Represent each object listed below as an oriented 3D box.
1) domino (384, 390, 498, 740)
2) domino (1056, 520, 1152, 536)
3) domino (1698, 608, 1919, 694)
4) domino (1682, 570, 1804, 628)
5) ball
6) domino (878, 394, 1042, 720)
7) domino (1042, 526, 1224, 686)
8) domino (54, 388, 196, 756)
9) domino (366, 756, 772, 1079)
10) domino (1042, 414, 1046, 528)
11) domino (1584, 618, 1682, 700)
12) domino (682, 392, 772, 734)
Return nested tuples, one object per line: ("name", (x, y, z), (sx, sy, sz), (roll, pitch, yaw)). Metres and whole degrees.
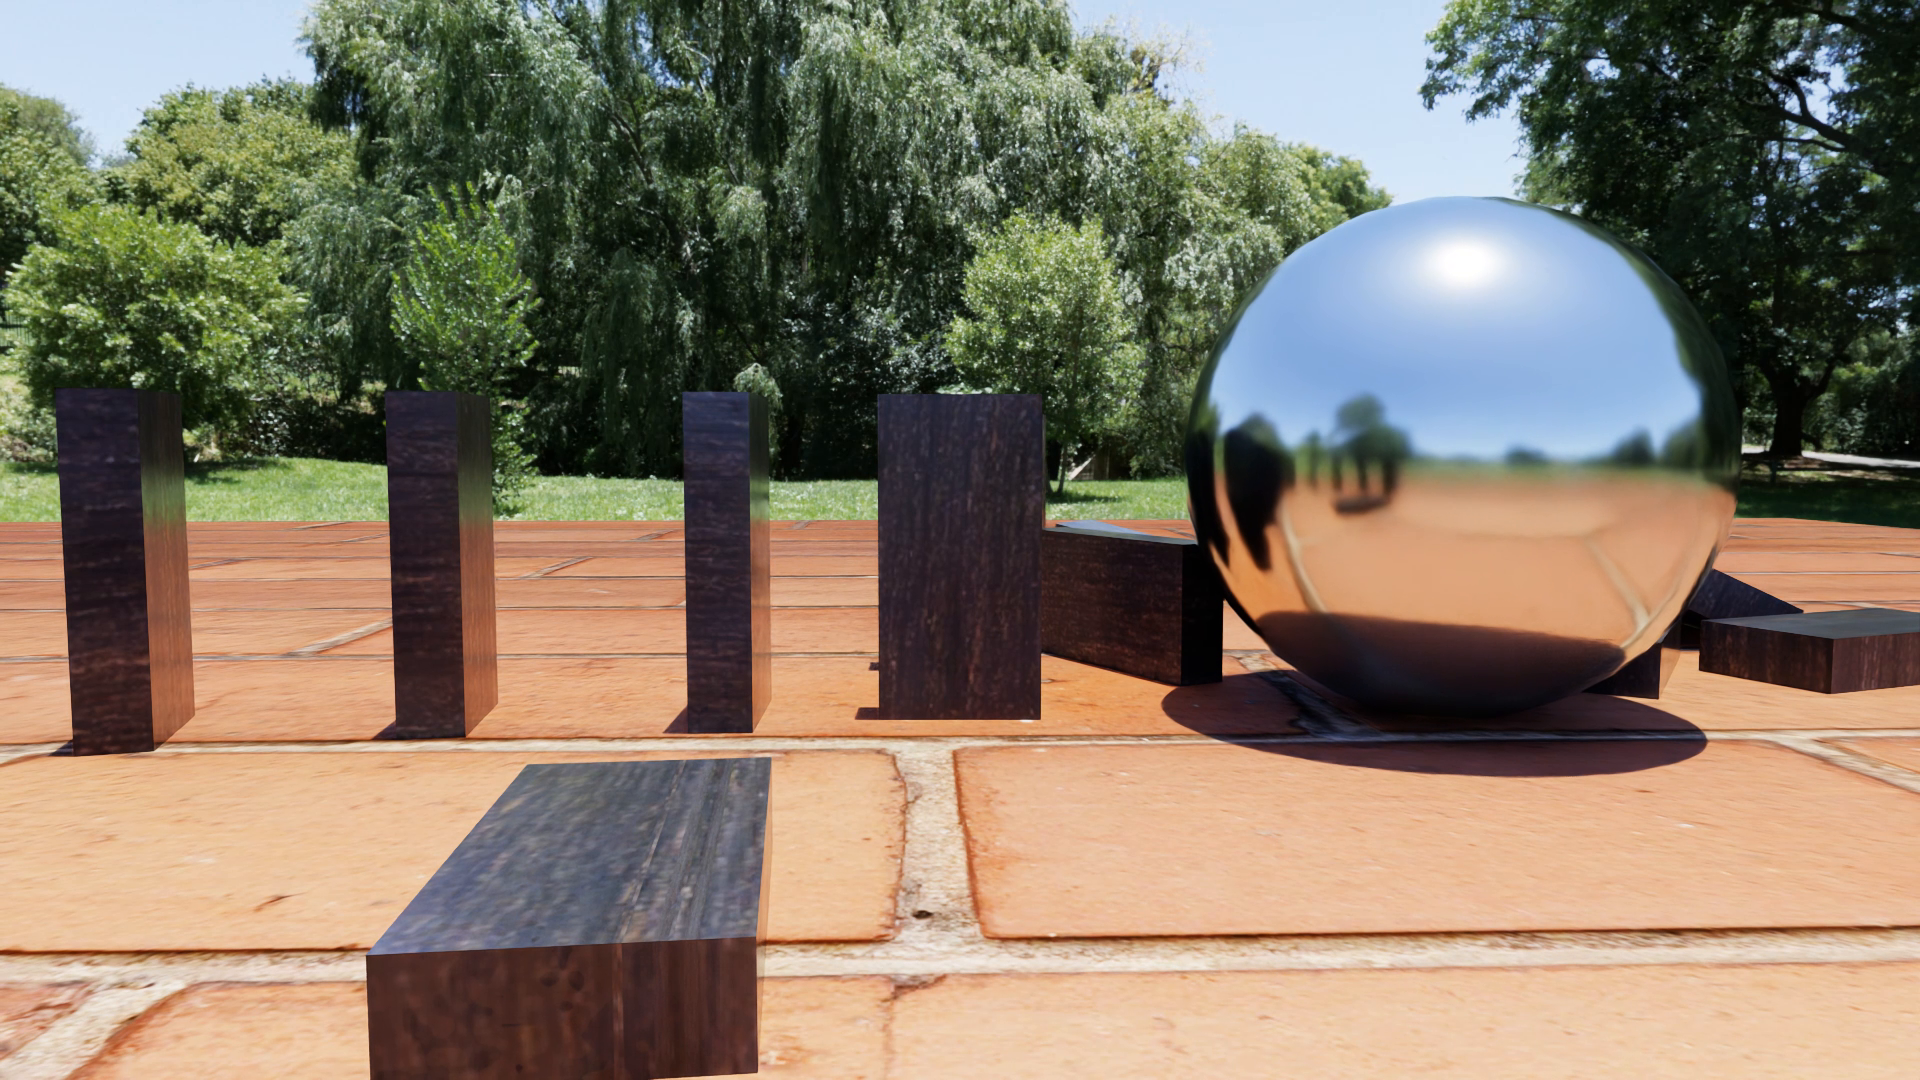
("domino", (-0.078, 0.003, 0.196), (0.010, 0.050, 0.025), (-1, 4, -9))
("domino", (0.054, 0.005, 0.367), (0.050, 0.010, 0.025), (16, 11, 27))
("domino", (0.167, 0.020, 0.239), (0.050, 0.010, 0.025), (-2, 5, -21))
("domino", (0.160, 0.011, 0.287), (0.025, 0.010, 0.050), (25, 6, 2))
("ball", (0.075, -0.012, 0.200), (0.080, 0.080, 0.080), (0, 4, 0))
("domino", (0.000, 0.002, 0.201), (0.025, 0.050, 0.009), (0, 4, 0))
("domino", (0.030, 0.011, 0.248), (0.010, 0.025, 0.050), (-2, 5, -30))
("domino", (-0.120, 0.004, 0.186), (0.010, 0.050, 0.025), (-2, 5, -19))
("domino", (-0.029, 0.030, 0.110), (0.025, 0.009, 0.050), (-1, 4, -7))
("domino", (0.009, -0.007, 0.328), (0.025, 0.050, 0.009), (1, 4, 16))
("domino", (0.119, 0.020, 0.241), (0.025, 0.010, 0.050), (3, 5, 33))
("domino", (-0.036, 0.003, 0.199), (0.009, 0.050, 0.025), (0, 4, -2))
